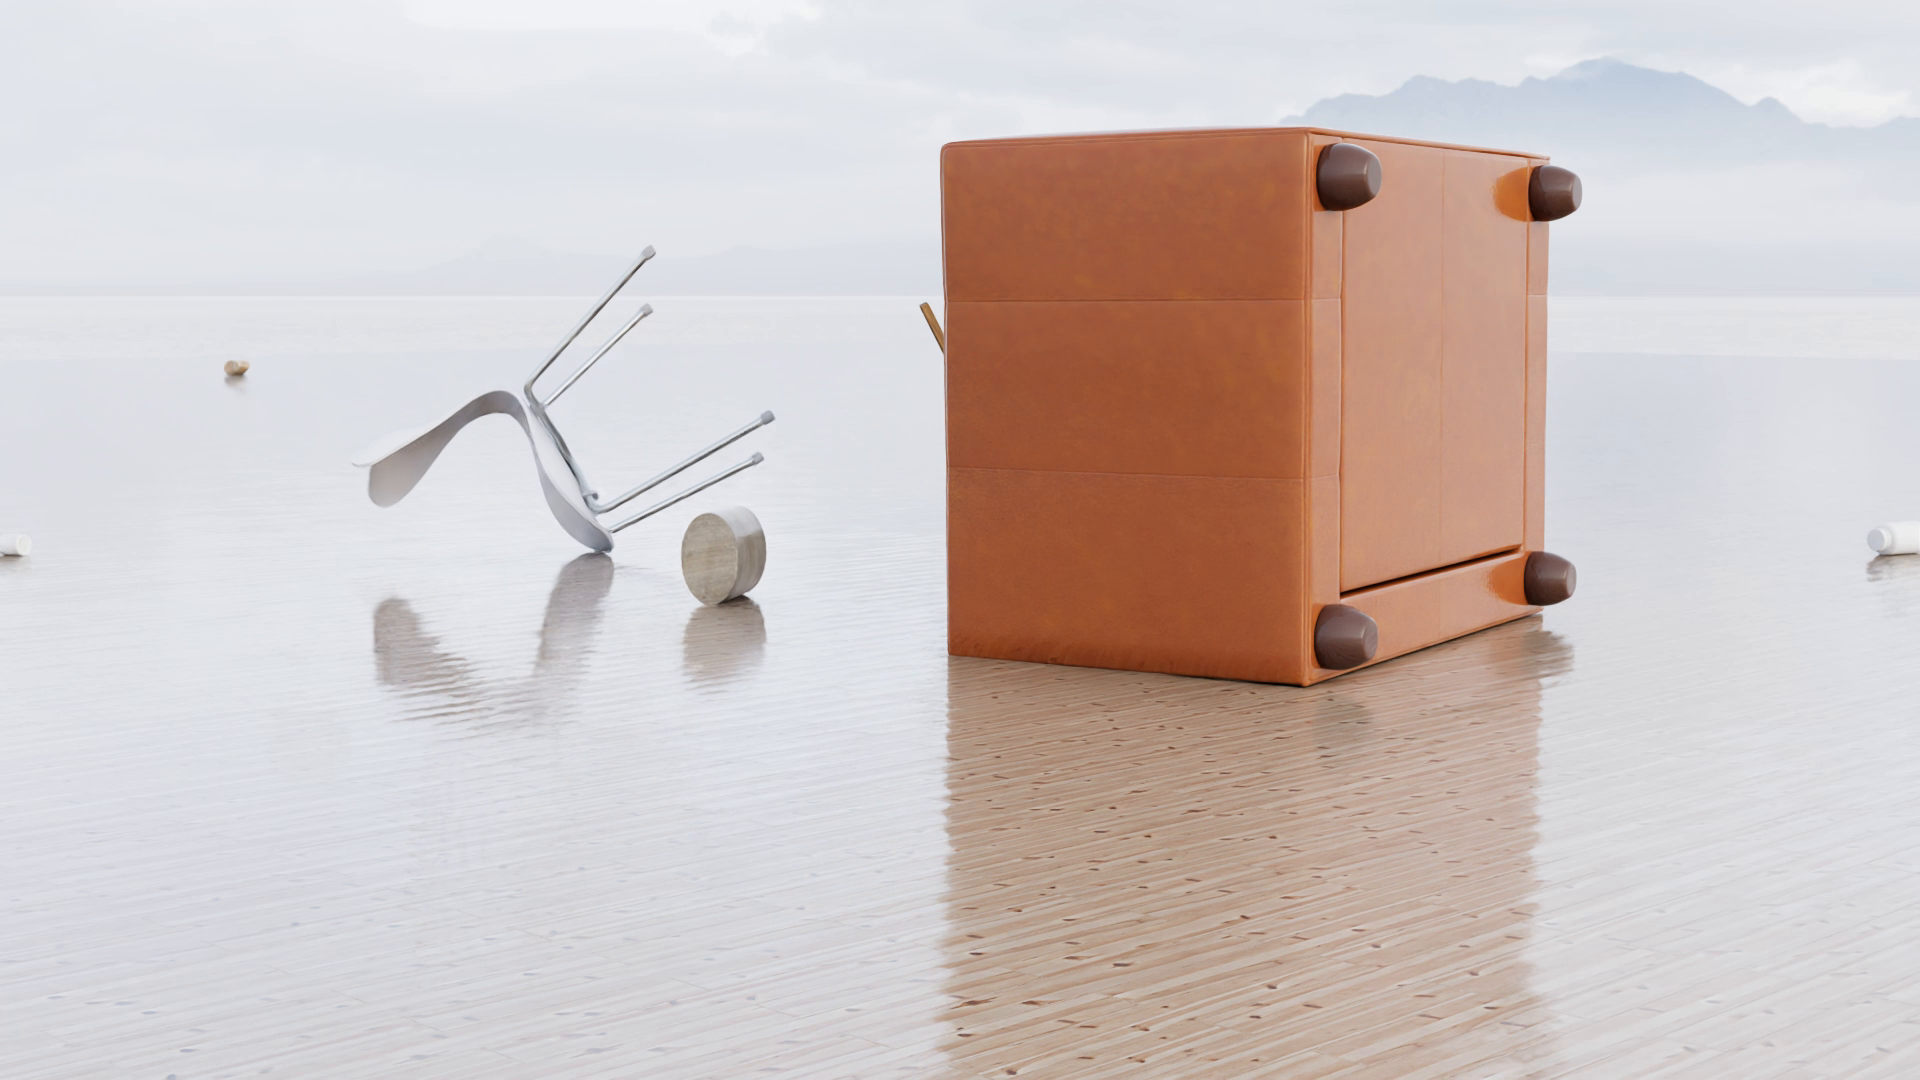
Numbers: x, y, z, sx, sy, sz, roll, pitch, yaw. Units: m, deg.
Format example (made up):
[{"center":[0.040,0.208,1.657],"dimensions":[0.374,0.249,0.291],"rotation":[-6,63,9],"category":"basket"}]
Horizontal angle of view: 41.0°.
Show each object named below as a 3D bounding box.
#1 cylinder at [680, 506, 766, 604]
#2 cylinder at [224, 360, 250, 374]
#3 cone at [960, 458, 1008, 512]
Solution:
[{"center":[-0.480,0.029,5.229],"dimensions":[0.122,0.186,0.180],"rotation":[1,6,14],"category":"cylinder"},{"center":[-4.823,-1.153,17.106],"dimensions":[0.147,0.092,0.094],"rotation":[-16,-8,37],"category":"cylinder"},{"center":[0.067,-0.159,7.206],"dimensions":[0.135,0.154,0.134],"rotation":[-5,8,-40],"category":"cone"}]
